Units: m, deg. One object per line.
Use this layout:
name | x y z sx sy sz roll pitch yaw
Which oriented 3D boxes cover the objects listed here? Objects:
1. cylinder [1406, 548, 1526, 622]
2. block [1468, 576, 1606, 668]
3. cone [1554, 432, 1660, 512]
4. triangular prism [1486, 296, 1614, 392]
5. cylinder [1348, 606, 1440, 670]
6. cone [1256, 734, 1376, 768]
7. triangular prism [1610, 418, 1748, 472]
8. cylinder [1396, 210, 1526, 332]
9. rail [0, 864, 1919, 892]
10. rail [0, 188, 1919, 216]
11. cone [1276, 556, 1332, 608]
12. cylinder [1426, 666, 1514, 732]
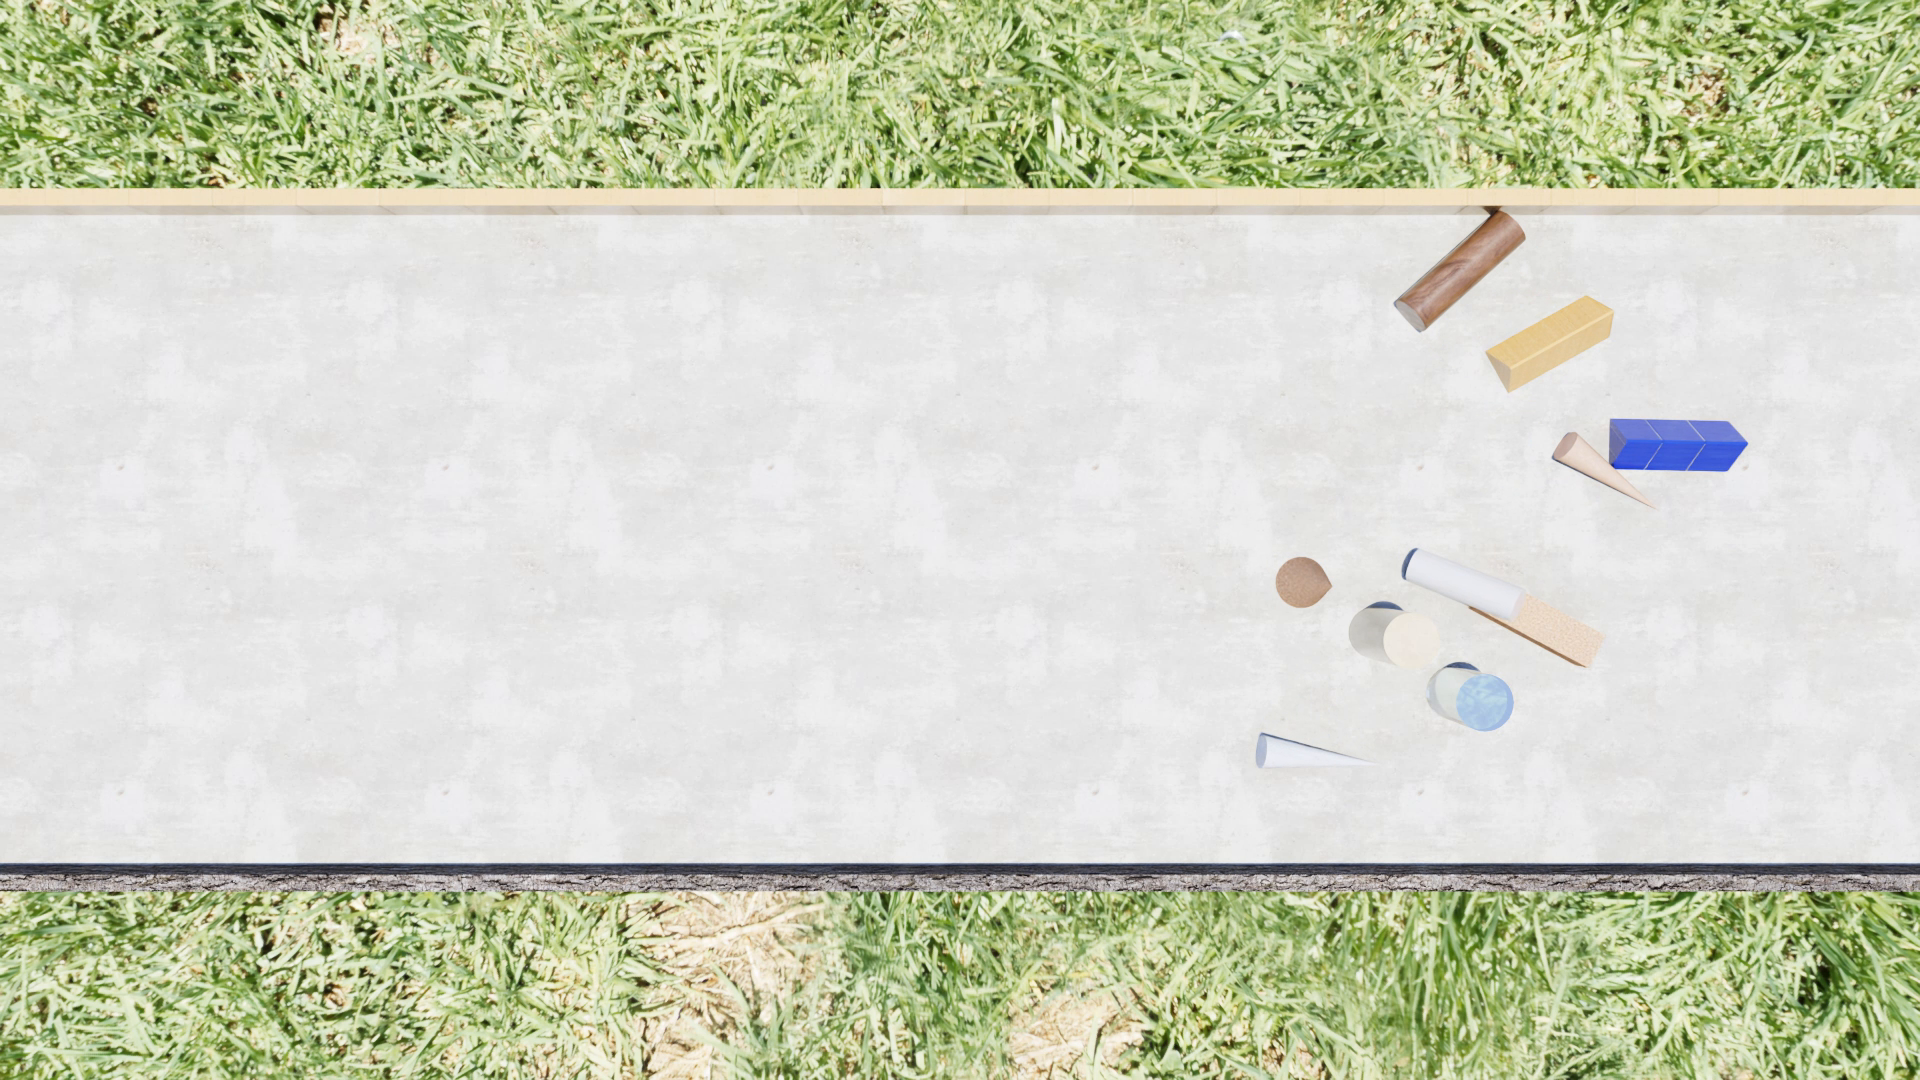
cylinder | 1.516 0.134 4.948 0.332 0.107 0.107 24 90 30
block | 1.755 0.249 5.021 0.374 0.112 0.112 28 90 0
cone | 2.000 -0.188 5.052 0.373 0.100 0.100 33 90 -8
triangular prism | 1.806 -0.601 5.010 0.355 0.125 0.145 -29 90 0
cylinder | 1.276 0.285 4.867 0.160 0.419 0.160 0 90 0
cone | 1.110 0.668 5.051 0.389 0.104 0.104 7 90 -8
triangular prism | 2.179 -0.292 5.006 0.363 0.133 0.154 1 90 0
cylinder | 1.522 -0.817 5.014 0.408 0.126 0.126 -42 90 0
rail | -2.247 1.025 5.001 12.000 0.150 0.050 0 90 0
rail | -2.247 -1.025 5.002 12.000 0.150 0.050 0 90 0
cone | 1.050 0.131 4.862 0.159 0.430 0.159 0 90 0
cylinder | 1.518 0.471 4.922 0.167 0.309 0.167 0 90 0
